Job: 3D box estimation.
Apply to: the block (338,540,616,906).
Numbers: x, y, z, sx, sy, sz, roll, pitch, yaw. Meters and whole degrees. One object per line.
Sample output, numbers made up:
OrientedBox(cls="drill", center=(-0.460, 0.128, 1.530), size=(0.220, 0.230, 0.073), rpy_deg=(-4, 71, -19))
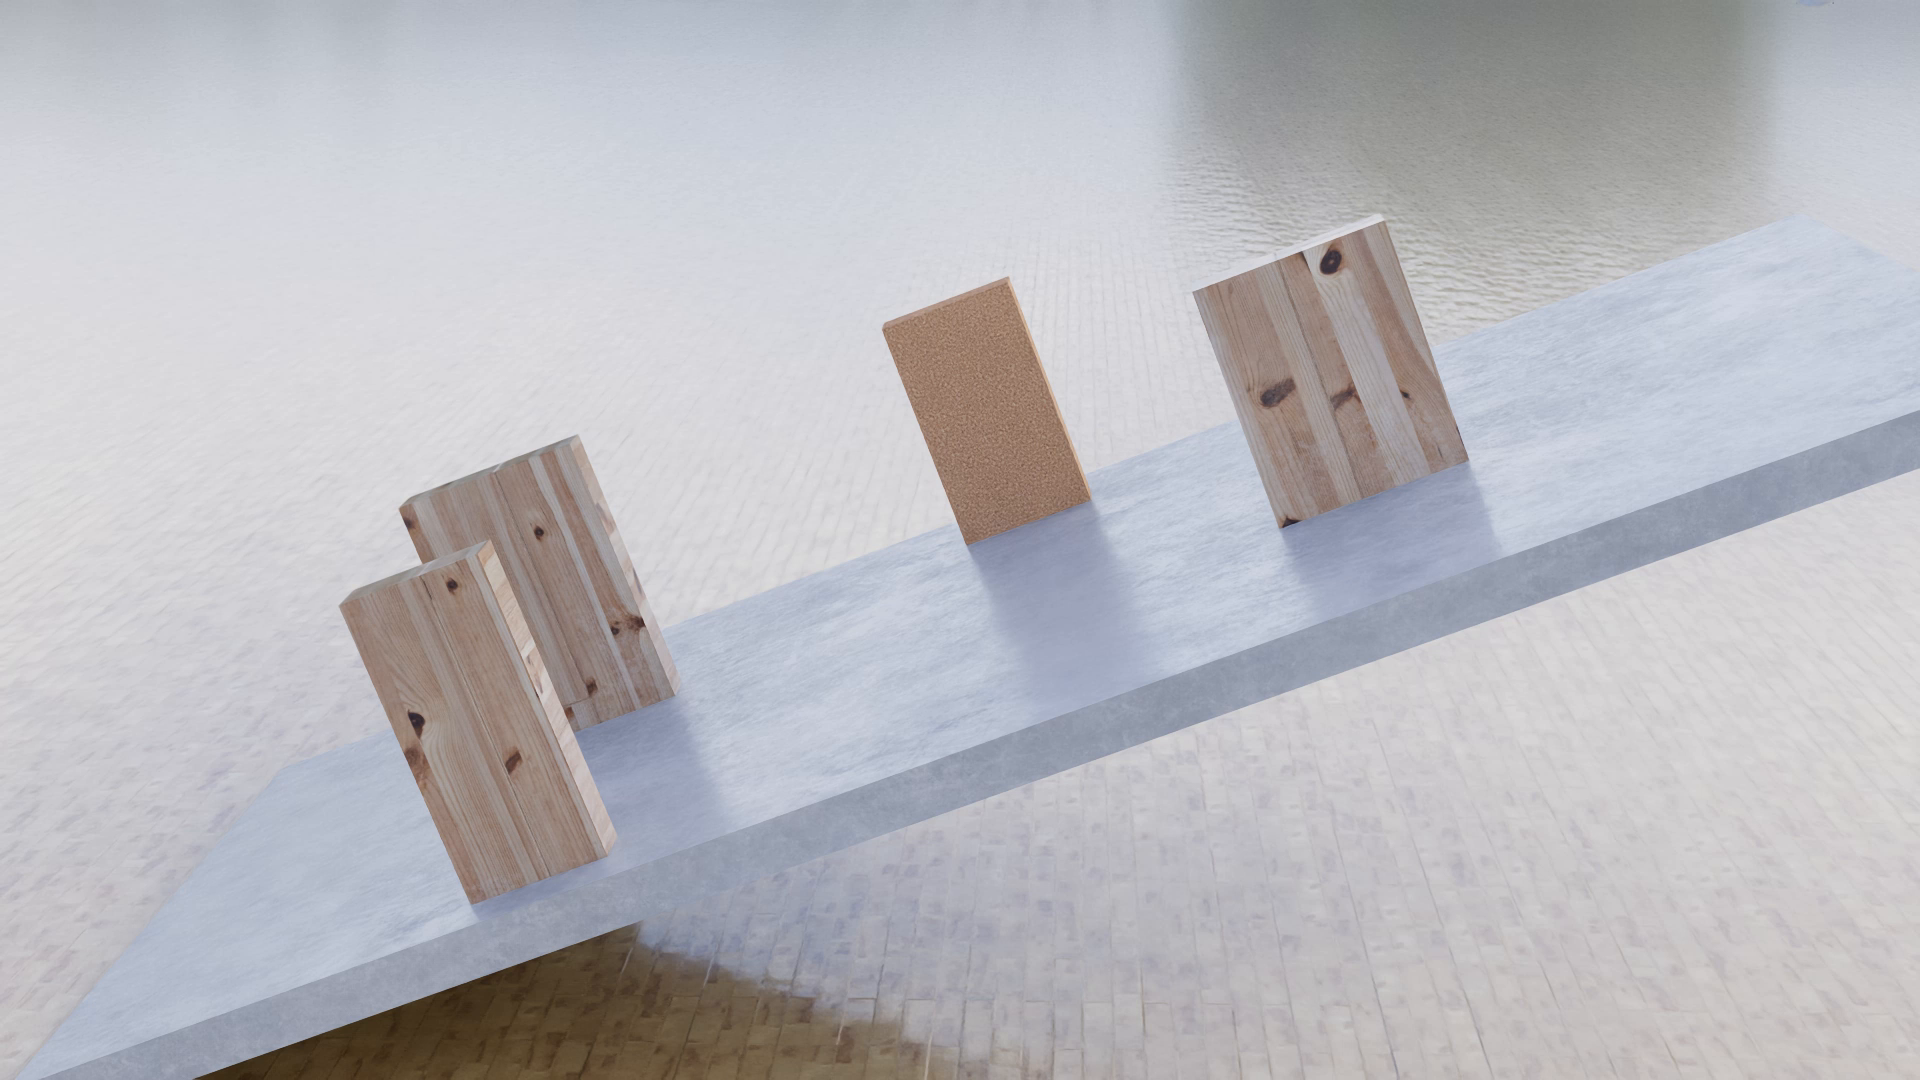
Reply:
OrientedBox(cls="block", center=(-0.904, 0.345, 5.546), size=(0.282, 0.625, 0.119), rpy_deg=(-20, 12, 7))

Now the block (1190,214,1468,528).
OrientedBox(cls="block", center=(0.749, -0.342, 5.973), size=(0.406, 0.520, 0.113), rpy_deg=(-20, 12, 7))

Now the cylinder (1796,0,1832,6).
OrientedBox(cls="cylinder", center=(1.777, -1.190, 6.141), size=(0.114, 0.114, 0.114), rpy_deg=(0, 33, 2))

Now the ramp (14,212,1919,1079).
OrientedBox(cls="ramp", center=(0.119, 0.175, 6.294), size=(4.000, 0.100, 2.000), rpy_deg=(-20, 12, 7))

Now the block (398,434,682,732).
OrientedBox(cls="block", center=(-0.941, 0.127, 6.621), size=(0.415, 0.616, 0.115), rpy_deg=(-20, 12, 7))

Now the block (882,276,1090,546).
OrientedBox(cls="block", center=(0.065, -0.304, 6.939), size=(0.314, 0.552, 0.102), rpy_deg=(-20, 12, 7))
